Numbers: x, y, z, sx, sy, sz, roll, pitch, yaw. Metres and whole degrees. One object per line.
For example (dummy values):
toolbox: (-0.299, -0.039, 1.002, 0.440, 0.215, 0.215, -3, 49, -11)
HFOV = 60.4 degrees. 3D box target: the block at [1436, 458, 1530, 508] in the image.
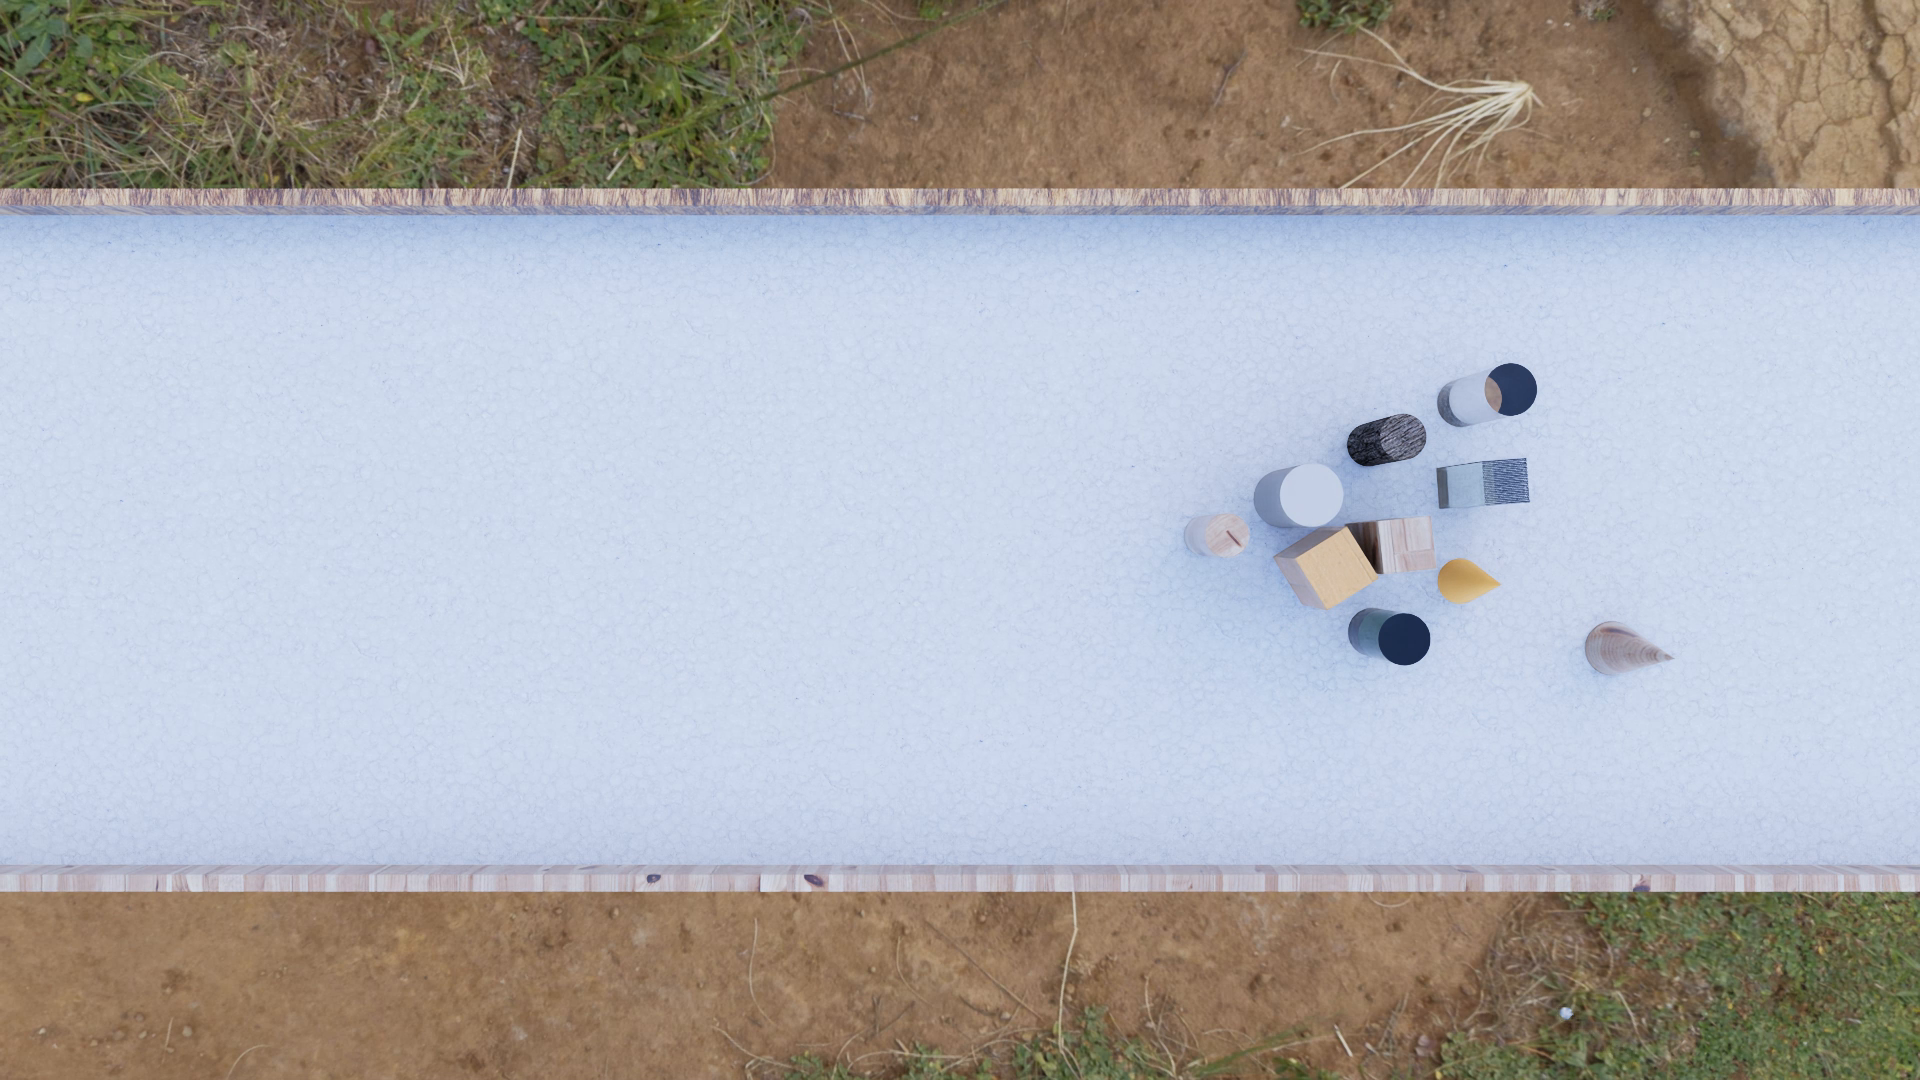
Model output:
block: (1.533, -0.163, 4.854, 0.126, 0.444, 0.126, -4, 90, 0)

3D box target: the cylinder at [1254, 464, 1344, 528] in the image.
cylinder: (0.993, -0.127, 4.867, 0.180, 0.419, 0.180, 0, 90, 0)

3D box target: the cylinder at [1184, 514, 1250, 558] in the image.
cylinder: (0.751, -0.013, 4.854, 0.125, 0.444, 0.125, 0, 90, 0)

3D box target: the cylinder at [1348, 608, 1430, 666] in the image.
cylinder: (1.269, 0.284, 4.893, 0.151, 0.367, 0.151, 0, 90, 0)

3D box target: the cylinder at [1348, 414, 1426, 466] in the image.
cylinder: (1.257, -0.293, 4.877, 0.133, 0.399, 0.133, 0, 90, 0)

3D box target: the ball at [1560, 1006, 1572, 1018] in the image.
ball: (10.144, 7.912, 27.599, 0.198, 0.198, 0.198, 0, 90, 0)

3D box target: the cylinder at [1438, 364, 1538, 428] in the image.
cylinder: (1.542, -0.422, 4.847, 0.149, 0.458, 0.149, 0, 90, 0)

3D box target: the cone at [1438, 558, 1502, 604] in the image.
cone: (1.540, 0.127, 4.881, 0.139, 0.390, 0.139, 0, 90, 0)

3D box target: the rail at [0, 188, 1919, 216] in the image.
rail: (-2.247, -1.025, 5.002, 12.000, 0.150, 0.050, 0, 90, 0)

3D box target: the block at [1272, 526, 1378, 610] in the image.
block: (1.080, 0.081, 4.896, 0.174, 0.359, 0.174, -32, 90, 1)

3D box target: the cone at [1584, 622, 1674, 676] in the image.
cone: (2.007, 0.333, 4.852, 0.168, 0.449, 0.168, 0, 90, 0)

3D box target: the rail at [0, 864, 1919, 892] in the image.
rail: (-2.247, 1.025, 5.001, 12.000, 0.150, 0.050, 0, 90, 0)

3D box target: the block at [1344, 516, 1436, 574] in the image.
block: (1.270, 0.015, 4.886, 0.152, 0.378, 0.152, -6, 90, -1)
